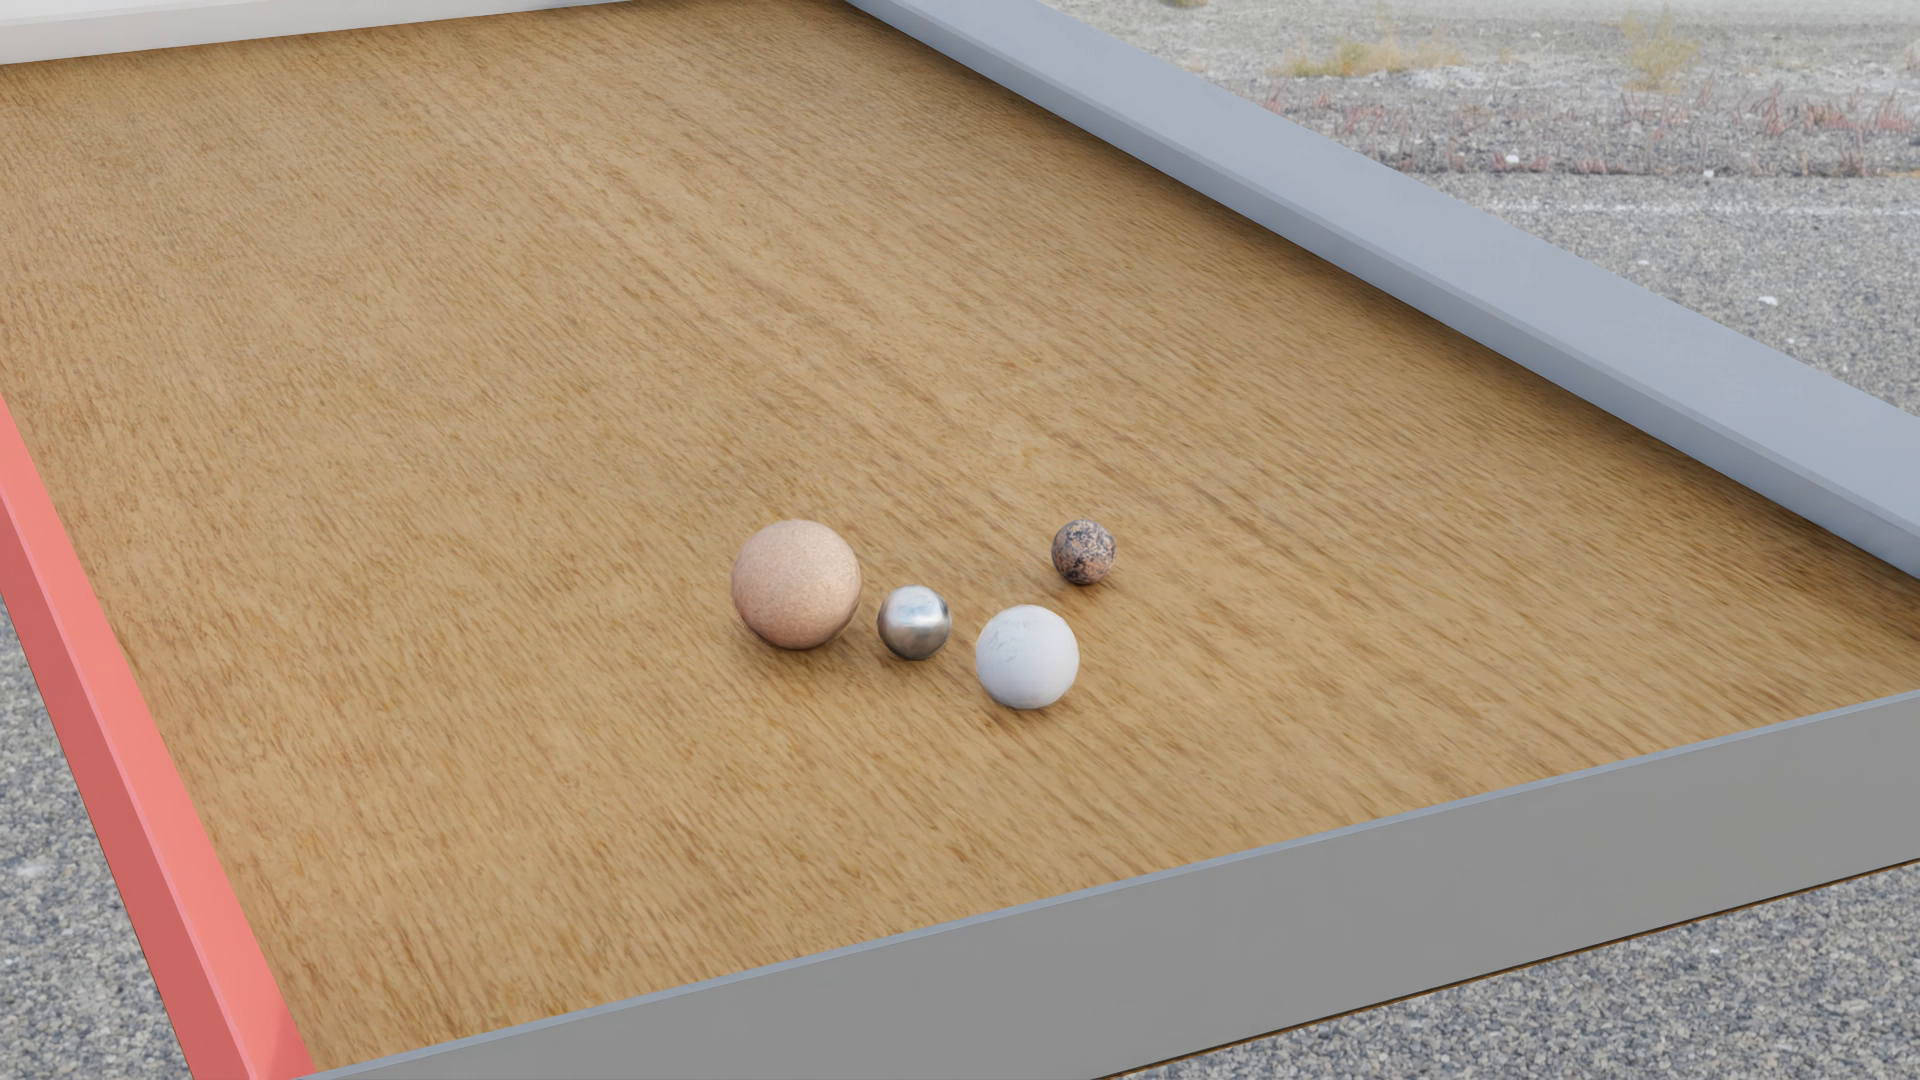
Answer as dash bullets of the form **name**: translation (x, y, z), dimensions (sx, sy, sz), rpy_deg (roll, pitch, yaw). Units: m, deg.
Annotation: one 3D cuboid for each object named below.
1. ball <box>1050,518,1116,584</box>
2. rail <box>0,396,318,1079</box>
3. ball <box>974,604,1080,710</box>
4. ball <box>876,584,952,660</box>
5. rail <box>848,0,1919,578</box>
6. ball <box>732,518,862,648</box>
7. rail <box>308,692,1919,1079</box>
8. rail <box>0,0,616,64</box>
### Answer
- **ball**: translation (0.094, 0.009, 2.235), dimensions (0.050, 0.050, 0.050), rpy_deg (0, 24, 0)
- **rail**: translation (-0.856, -0.151, 2.510), dimensions (0.045, 0.122, 2.580), rpy_deg (-10, 26, -23)
- **ball**: translation (0.047, 0.081, 2.041), dimensions (0.073, 0.073, 0.073), rpy_deg (0, 24, 0)
- **ball**: translation (-0.033, 0.059, 2.116), dimensions (0.054, 0.054, 0.054), rpy_deg (0, 24, 0)
- **rail**: translation (0.314, -0.367, 3.007), dimensions (0.045, 0.122, 2.580), rpy_deg (-10, 26, -23)
- **ball**: translation (-0.118, 0.032, 2.127), dimensions (0.094, 0.094, 0.094), rpy_deg (0, 24, 0)
- **rail**: translation (0.261, 0.199, 1.705), dimensions (1.337, 0.122, 0.045), rpy_deg (-10, 26, -23)
- **rail**: translation (-0.804, -0.717, 3.812), dimensions (1.337, 0.122, 0.045), rpy_deg (-10, 26, -23)
